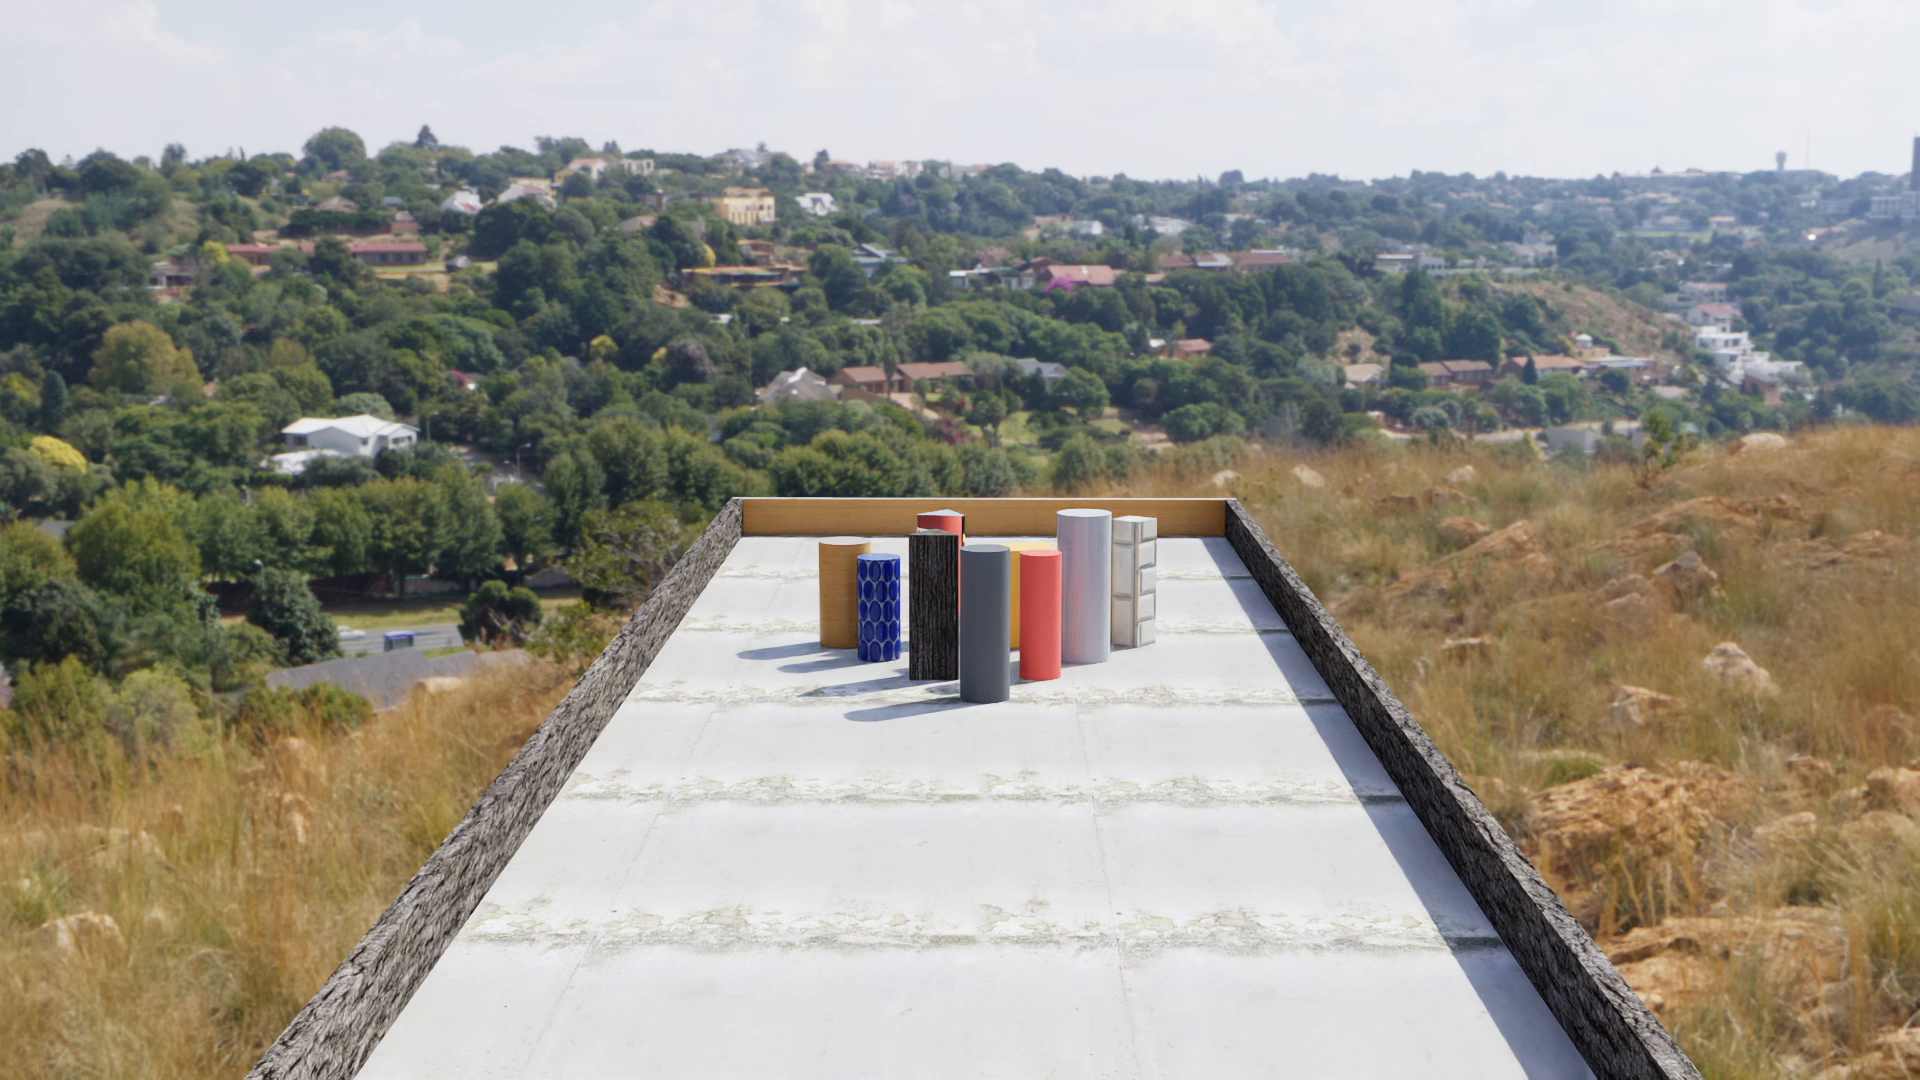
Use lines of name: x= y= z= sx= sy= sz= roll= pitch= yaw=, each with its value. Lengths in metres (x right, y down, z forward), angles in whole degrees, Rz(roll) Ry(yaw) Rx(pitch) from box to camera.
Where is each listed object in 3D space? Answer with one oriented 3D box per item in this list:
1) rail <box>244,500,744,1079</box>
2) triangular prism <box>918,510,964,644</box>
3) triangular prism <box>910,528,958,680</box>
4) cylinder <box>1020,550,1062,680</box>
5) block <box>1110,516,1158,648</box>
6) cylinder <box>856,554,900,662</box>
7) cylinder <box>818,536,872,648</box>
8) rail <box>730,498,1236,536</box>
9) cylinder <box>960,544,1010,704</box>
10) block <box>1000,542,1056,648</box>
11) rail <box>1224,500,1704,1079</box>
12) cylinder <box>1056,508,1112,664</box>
rail: x=-1.004 y=0.839 z=3.234 sx=0.050 sy=0.150 sz=12.000 roll=0 pitch=9 yaw=1
triangular prism: x=-0.050 y=0.115 z=6.977 sx=0.150 sy=0.410 sz=0.130 roll=2 pitch=9 yaw=10
triangular prism: x=-0.074 y=0.188 z=6.457 sx=0.142 sy=0.429 sz=0.123 roll=0 pitch=9 yaw=2
cylinder: x=0.236 y=0.219 z=6.450 sx=0.123 sy=0.369 sz=0.123 roll=0 pitch=9 yaw=0
block: x=0.545 y=0.130 z=6.915 sx=0.104 sy=0.398 sz=0.104 roll=7 pitch=11 yaw=36
cylinder: x=-0.247 y=0.205 z=6.712 sx=0.133 sy=0.313 sz=0.133 roll=0 pitch=9 yaw=0
cylinder: x=-0.361 y=0.165 z=6.918 sx=0.165 sy=0.329 sz=0.165 roll=0 pitch=9 yaw=0
rail: x=0.099 y=-0.098 z=9.147 sx=2.100 sy=0.150 sz=0.050 roll=0 pitch=9 yaw=1
cylinder: x=0.071 y=0.234 z=6.168 sx=0.140 sy=0.427 sz=0.140 roll=0 pitch=9 yaw=0
block: x=0.212 y=0.172 z=6.939 sx=0.154 sy=0.308 sz=0.154 roll=-2 pitch=9 yaw=-11
rail: x=1.046 y=0.843 z=3.208 sx=0.050 sy=0.150 sz=12.000 roll=0 pitch=9 yaw=1
cylinder: x=0.376 y=0.140 z=6.689 sx=0.166 sy=0.451 sz=0.166 roll=0 pitch=9 yaw=0
